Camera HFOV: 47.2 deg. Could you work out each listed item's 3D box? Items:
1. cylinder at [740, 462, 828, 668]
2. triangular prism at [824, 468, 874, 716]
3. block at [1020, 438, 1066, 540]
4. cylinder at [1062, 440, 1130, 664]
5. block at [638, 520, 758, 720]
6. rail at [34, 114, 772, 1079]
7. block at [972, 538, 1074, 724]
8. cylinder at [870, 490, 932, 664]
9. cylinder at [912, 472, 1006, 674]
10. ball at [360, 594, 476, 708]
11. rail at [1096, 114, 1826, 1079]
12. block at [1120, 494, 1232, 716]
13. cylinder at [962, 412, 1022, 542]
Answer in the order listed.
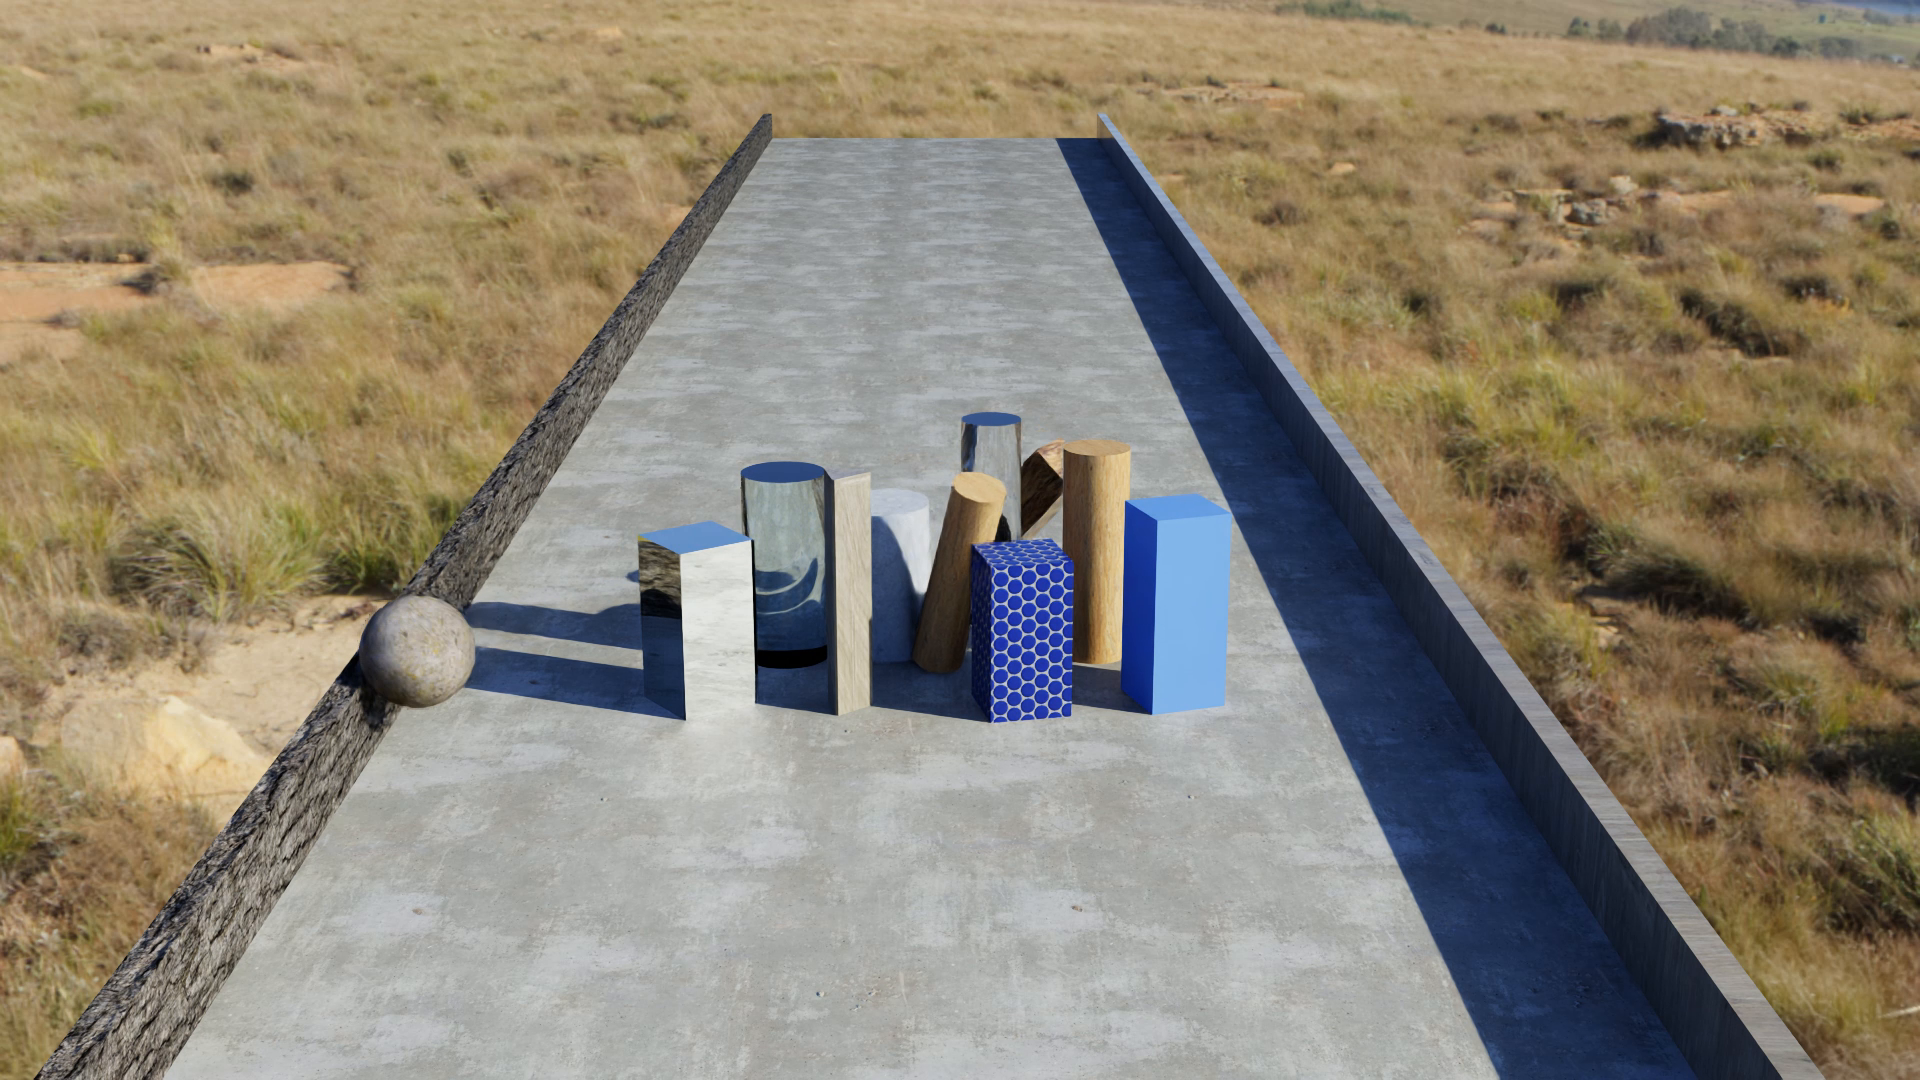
[{"bbox_3d":[-0.349,0.049,4.391,0.168,0.382,0.168,0,17,0],"label":"cylinder"},{"bbox_3d":[-0.224,0.093,4.111,0.089,0.458,0.077,-15,22,-41],"label":"triangular prism"},{"bbox_3d":[0.119,-0.051,4.772,0.105,0.380,0.105,49,36,10],"label":"block"},{"bbox_3d":[0.271,0.023,4.394,0.132,0.430,0.132,0,17,0],"label":"cylinder"},{"bbox_3d":[-0.494,0.150,4.154,0.159,0.324,0.159,-12,20,-35],"label":"block"},{"bbox_3d":[-1.118,-0.838,7.780,0.050,0.150,12.000,0,17,-1],"label":"rail"},{"bbox_3d":[0.115,0.169,4.129,0.155,0.302,0.155,-4,17,-12],"label":"block"},{"bbox_3d":[-0.146,0.071,4.433,0.180,0.310,0.180,-1,18,0],"label":"cylinder"},{"bbox_3d":[-0.004,0.067,4.264,0.103,0.412,0.103,10,34,-7],"label":"cylinder"},{"bbox_3d":[-0.959,0.197,3.891,0.200,0.200,0.200,0,17,0],"label":"ball"},{"bbox_3d":[0.932,-0.844,7.801,0.050,0.150,12.000,0,17,-1],"label":"rail"},{"bbox_3d":[0.407,0.120,4.160,0.150,0.379,0.150,-6,17,-19],"label":"block"},{"bbox_3d":[0.065,-0.043,4.611,0.124,0.433,0.124,0,17,0],"label":"cylinder"}]
